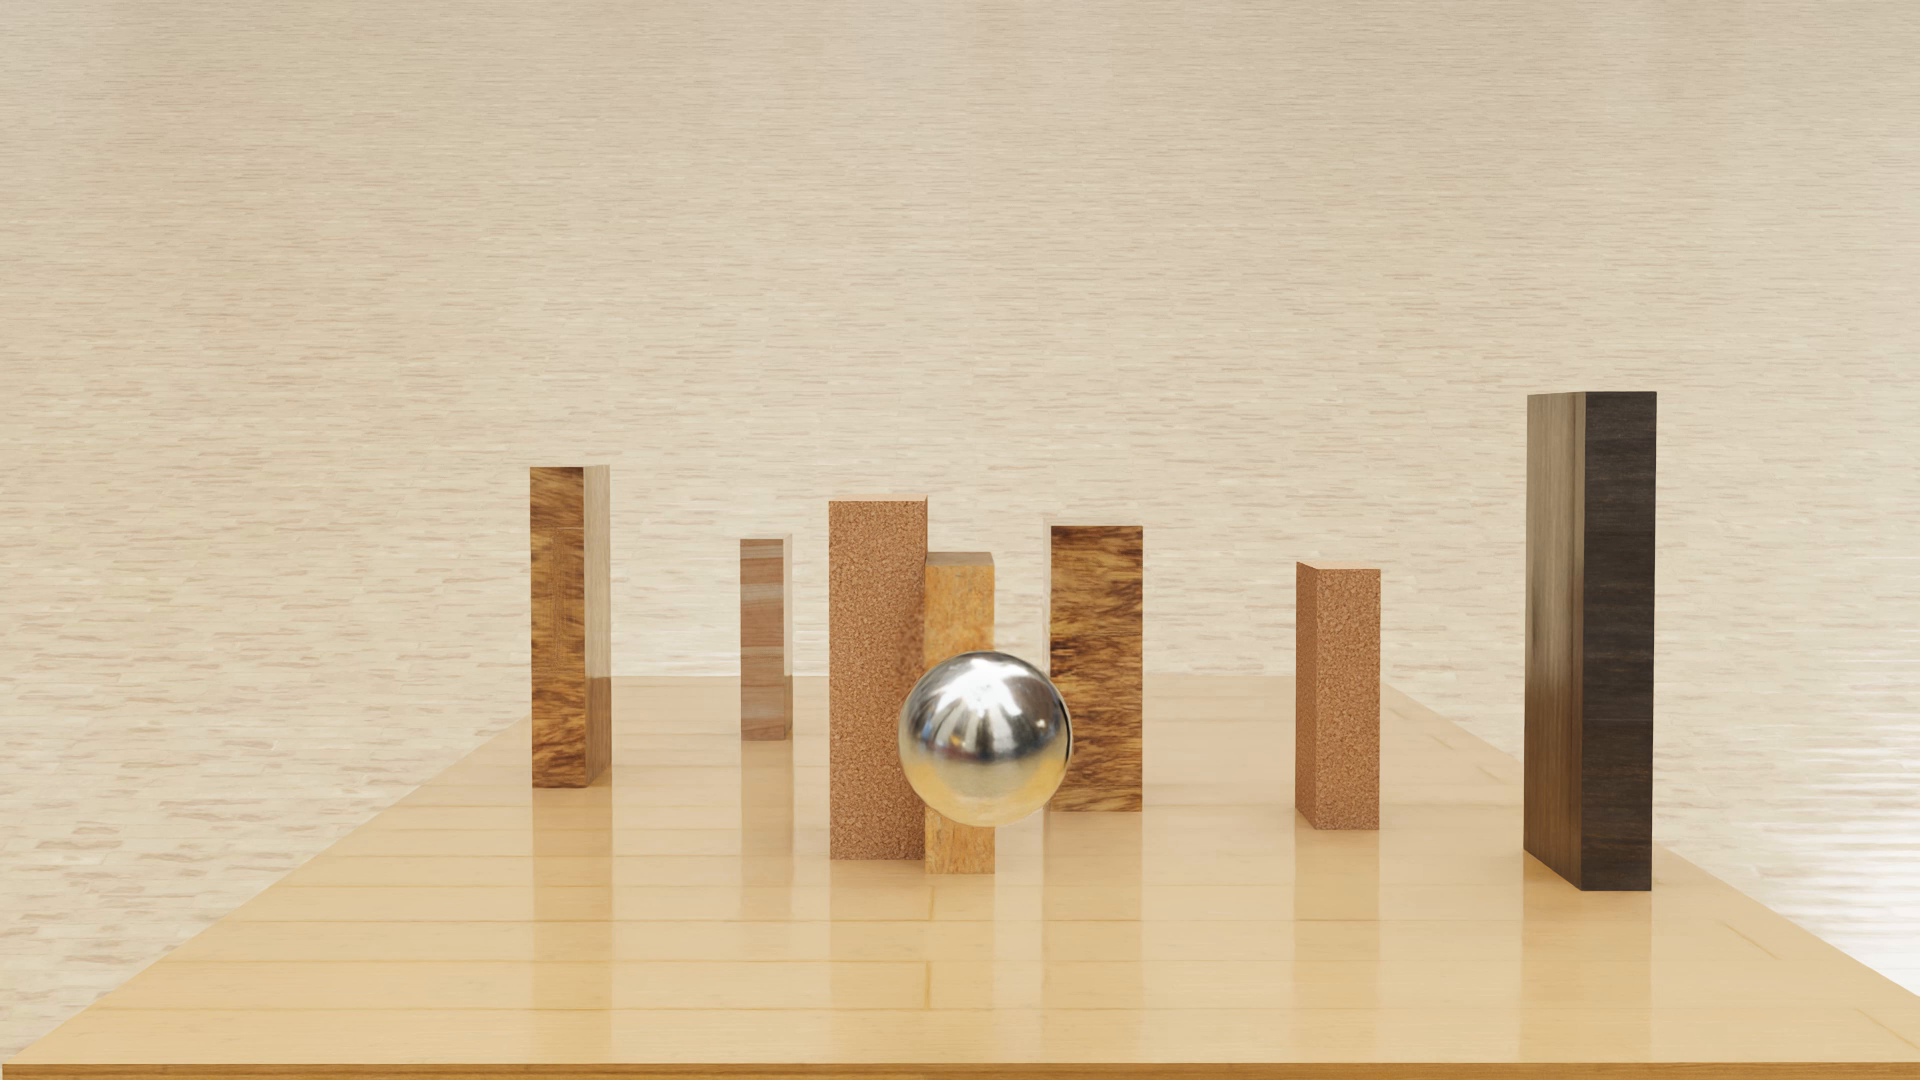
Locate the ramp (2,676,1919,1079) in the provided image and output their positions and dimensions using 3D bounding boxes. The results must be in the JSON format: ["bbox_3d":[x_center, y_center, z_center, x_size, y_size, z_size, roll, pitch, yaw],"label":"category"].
[{"bbox_3d":[0.053,0.480,4.538,2.000,0.100,4.000,0,2,0],"label":"ramp"}]

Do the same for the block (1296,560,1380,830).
[{"bbox_3d":[0.604,0.243,4.128,0.099,0.408,0.245,0,2,0],"label":"block"}]

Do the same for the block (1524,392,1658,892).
[{"bbox_3d":[0.887,0.130,3.644,0.096,0.675,0.353,0,2,0],"label":"block"}]

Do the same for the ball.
[{"bbox_3d":[0.027,0.209,2.713,0.186,0.186,0.186,0,23,0],"label":"ball"}]

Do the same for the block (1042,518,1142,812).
[{"bbox_3d":[0.223,0.202,4.394,0.150,0.468,0.390,0,2,0],"label":"block"}]

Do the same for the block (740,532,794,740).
[{"bbox_3d":[-0.397,0.194,5.306,0.087,0.406,0.282,0,2,0],"label":"block"}]

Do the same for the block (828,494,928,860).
[{"bbox_3d":[-0.121,0.195,3.938,0.138,0.521,0.423,0,2,0],"label":"block"}]

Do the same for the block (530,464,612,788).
[{"bbox_3d":[-0.699,0.146,4.644,0.093,0.560,0.341,0,2,0],"label":"block"}]

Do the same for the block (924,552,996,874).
[{"bbox_3d":[0.000,0.244,3.821,0.098,0.434,0.425,0,2,0],"label":"block"}]
